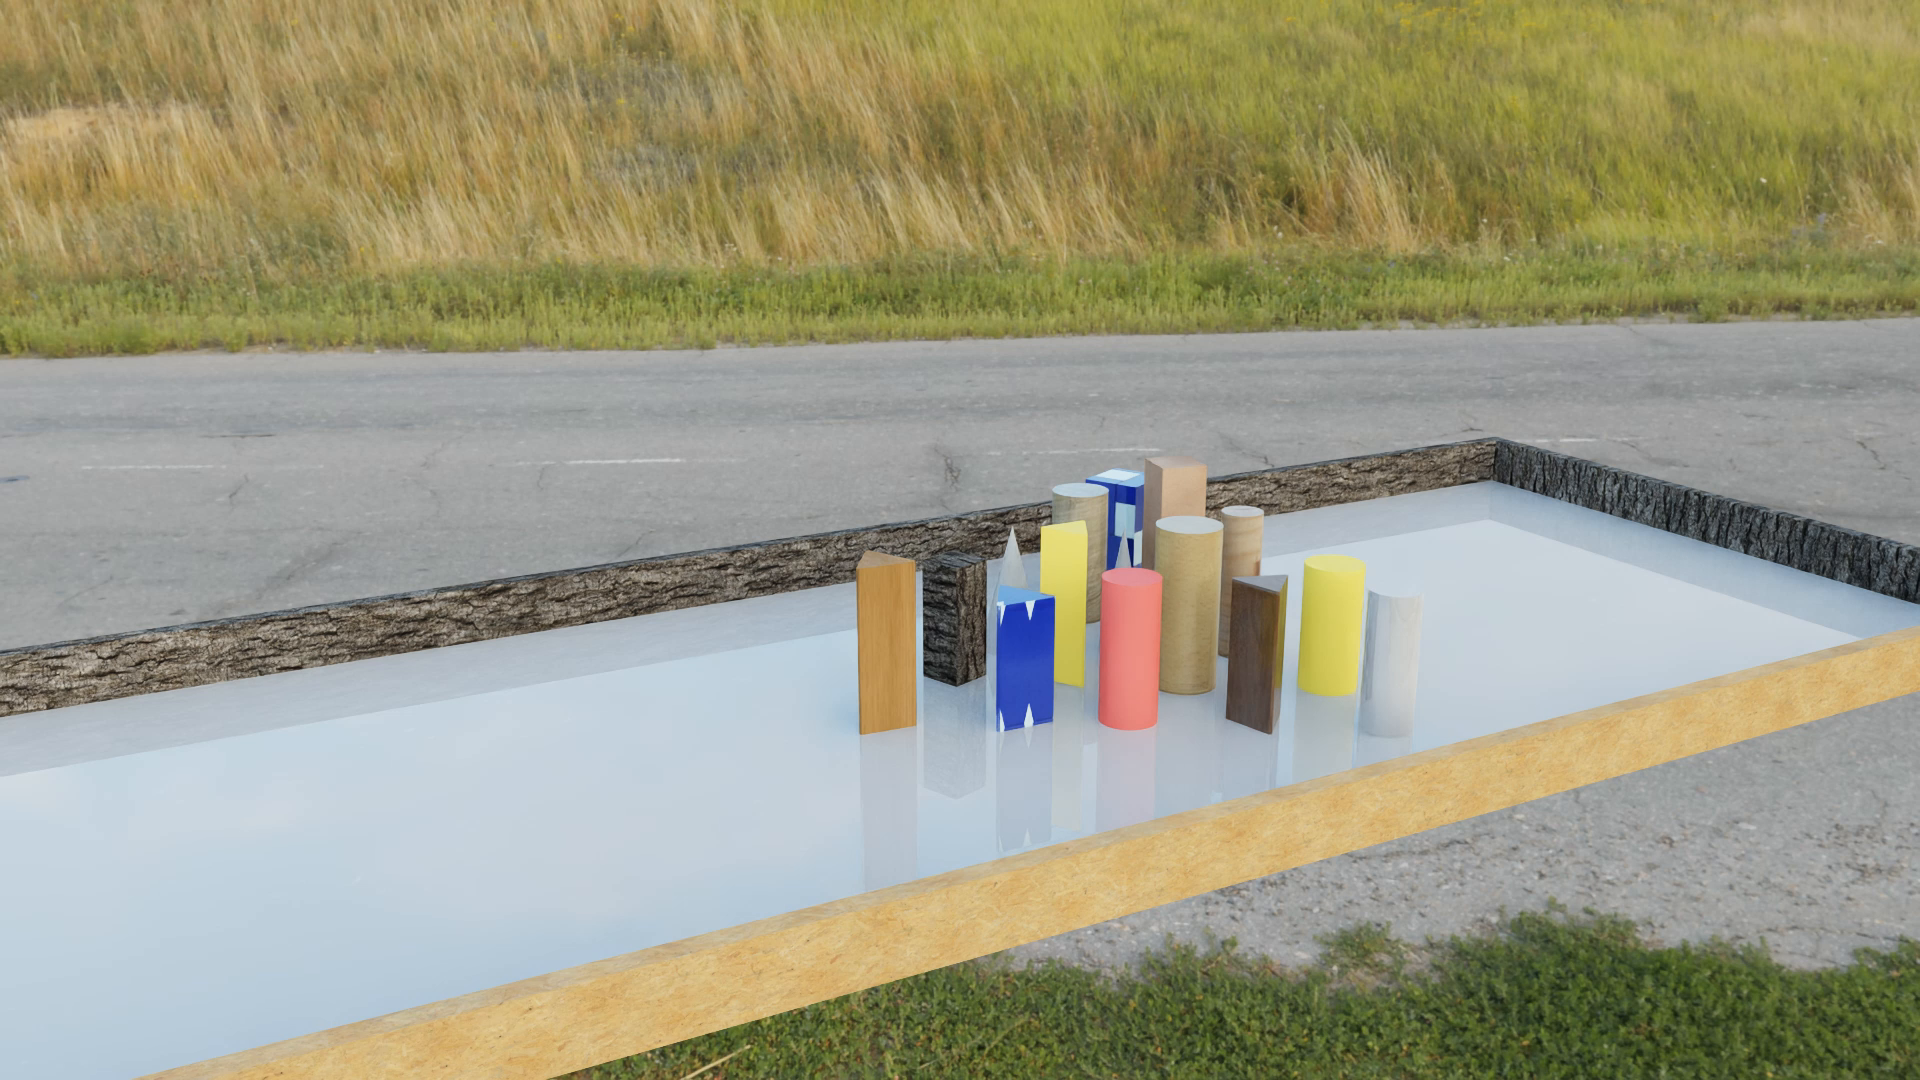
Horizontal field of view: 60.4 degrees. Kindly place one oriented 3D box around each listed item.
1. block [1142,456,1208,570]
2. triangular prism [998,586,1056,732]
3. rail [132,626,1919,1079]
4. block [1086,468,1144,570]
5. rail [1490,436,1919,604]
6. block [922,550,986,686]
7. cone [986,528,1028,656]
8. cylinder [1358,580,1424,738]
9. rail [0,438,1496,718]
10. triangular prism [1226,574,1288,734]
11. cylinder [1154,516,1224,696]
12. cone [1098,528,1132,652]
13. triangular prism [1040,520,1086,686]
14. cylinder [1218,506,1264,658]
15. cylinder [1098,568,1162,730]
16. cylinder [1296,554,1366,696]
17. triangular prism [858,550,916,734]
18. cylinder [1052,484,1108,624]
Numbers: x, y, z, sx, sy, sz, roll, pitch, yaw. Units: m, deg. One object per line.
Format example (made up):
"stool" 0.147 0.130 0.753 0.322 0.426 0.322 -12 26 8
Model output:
"block" 0.591 -0.002 4.576 0.129 0.442 0.129 -5 17 -15
"triangular prism" 0.126 0.272 3.880 0.149 0.310 0.129 -8 18 -25
"rail" -2.336 1.006 1.665 12.000 0.150 0.050 -9 18 -27
"block" 0.479 -0.021 4.831 0.166 0.335 0.166 11 20 34
"rail" 2.466 -0.048 5.253 0.050 0.150 2.100 -9 18 -27
"block" -0.013 0.196 4.142 0.114 0.308 0.114 14 21 40
"cone" 0.137 0.122 4.350 0.173 0.332 0.173 0 16 0
"cylinder" 0.997 0.275 3.815 0.125 0.340 0.125 0 16 0
"rail" -3.305 0.497 3.399 12.000 0.150 0.050 -9 18 -27
"triangular prism" 0.719 0.259 3.857 0.116 0.348 0.134 -14 21 -39
"cylinder" 0.559 0.161 4.076 0.165 0.413 0.165 0 16 0
"cone" 0.426 0.126 4.316 0.126 0.345 0.126 0 16 0
"triangular prism" 0.281 0.154 4.129 0.125 0.396 0.109 10 19 30
"cylinder" 0.727 0.111 4.296 0.109 0.385 0.109 0 16 0
"cylinder" 0.398 0.254 3.861 0.141 0.354 0.141 0 16 0
"cylinder" 0.916 0.210 4.075 0.147 0.319 0.147 0 16 0
"triangular prism" -0.191 0.234 3.845 0.142 0.403 0.123 -7 18 -23
"cylinder" 0.332 0.037 4.585 0.155 0.363 0.155 0 16 0
